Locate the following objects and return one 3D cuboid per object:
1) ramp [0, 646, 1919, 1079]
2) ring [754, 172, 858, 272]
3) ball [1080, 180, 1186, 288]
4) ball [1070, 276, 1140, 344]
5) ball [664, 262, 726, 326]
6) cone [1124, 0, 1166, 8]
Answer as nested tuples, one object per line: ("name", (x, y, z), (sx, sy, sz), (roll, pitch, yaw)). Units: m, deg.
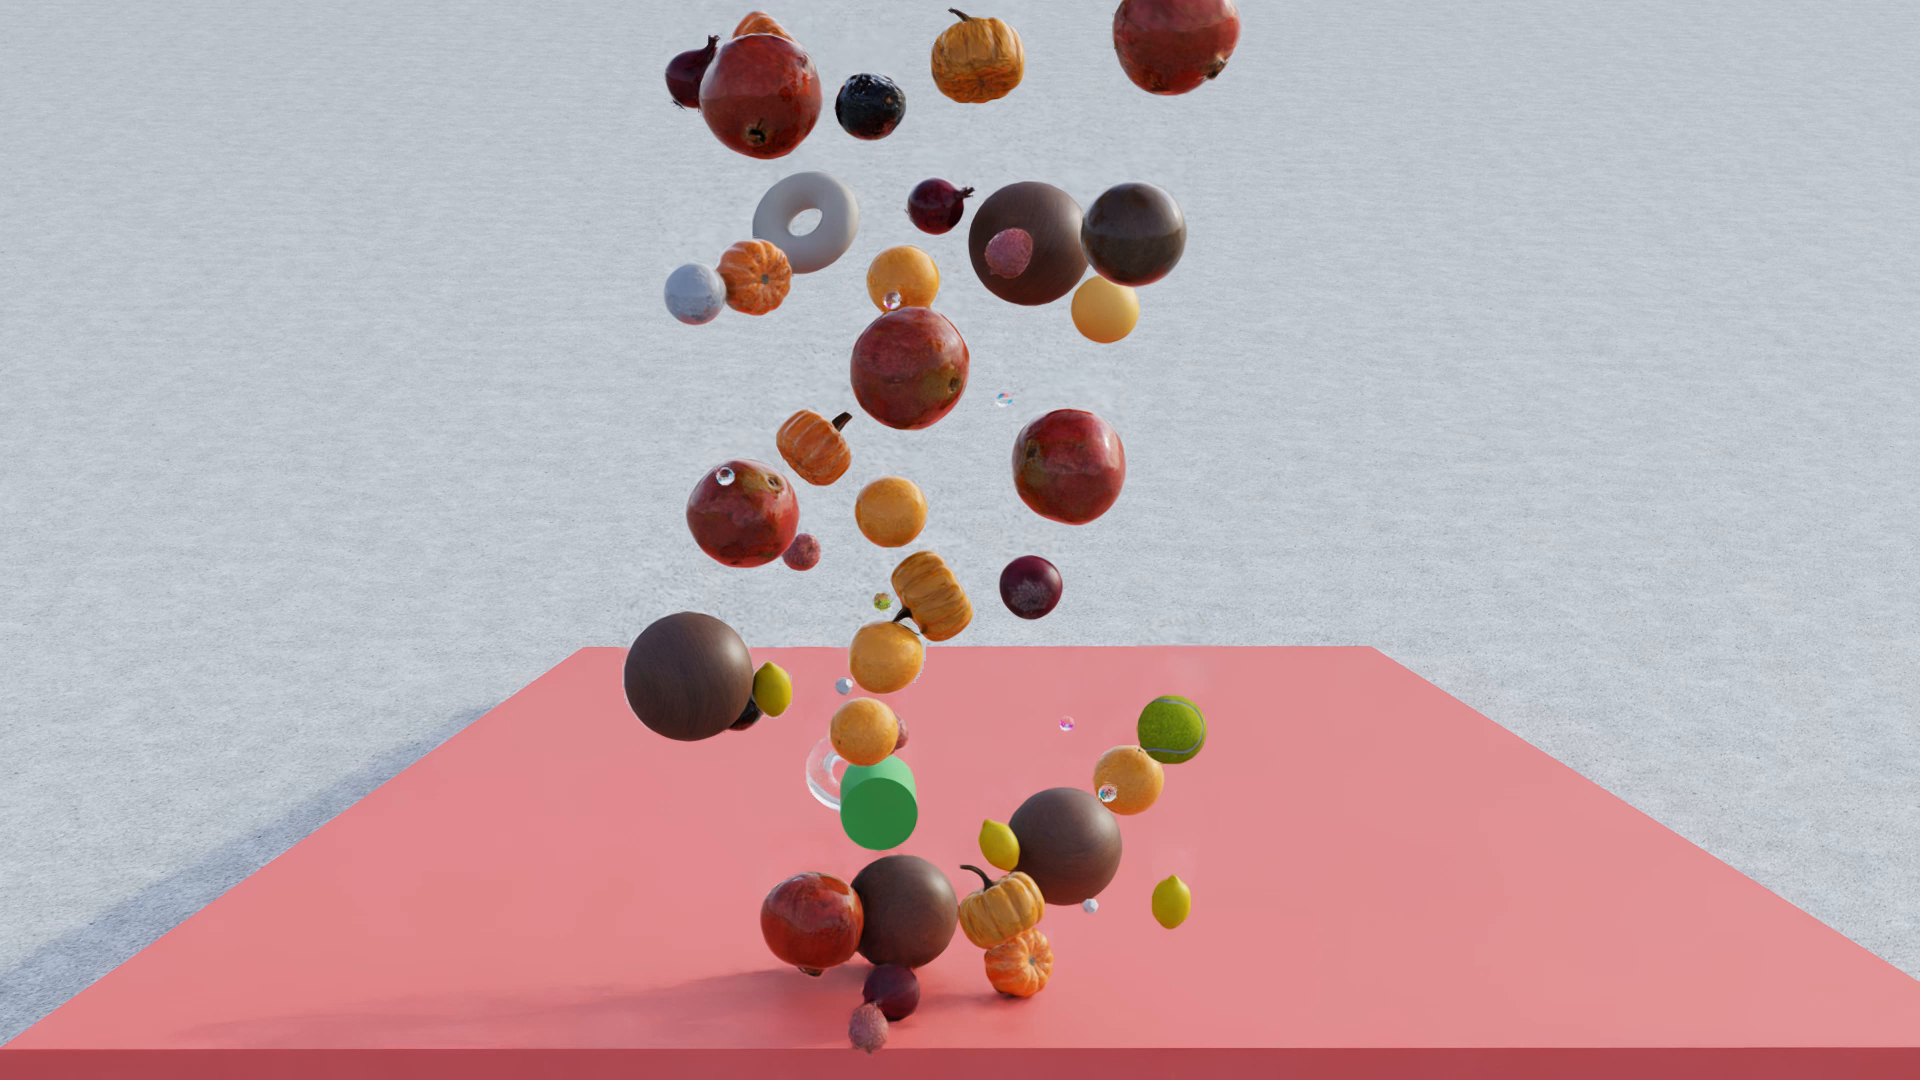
("ramp", (0.048, 0.436, 4.532), (2.000, 0.100, 4.000), (0, 3, 0))
("ring", (-0.163, -0.335, 2.705), (0.118, 0.118, 0.039), (9, -20, 23))
("ball", (0.159, -0.281, 2.358), (0.097, 0.097, 0.097), (0, 21, 0))
("ball", (0.147, -0.234, 2.607), (0.070, 0.070, 0.070), (0, 21, 0))
("ball", (-0.262, -0.243, 2.534), (0.062, 0.062, 0.062), (0, 21, 0))
("cone", (0.165, -0.545, 2.395), (0.072, 0.072, 0.072), (11, -10, 27))
